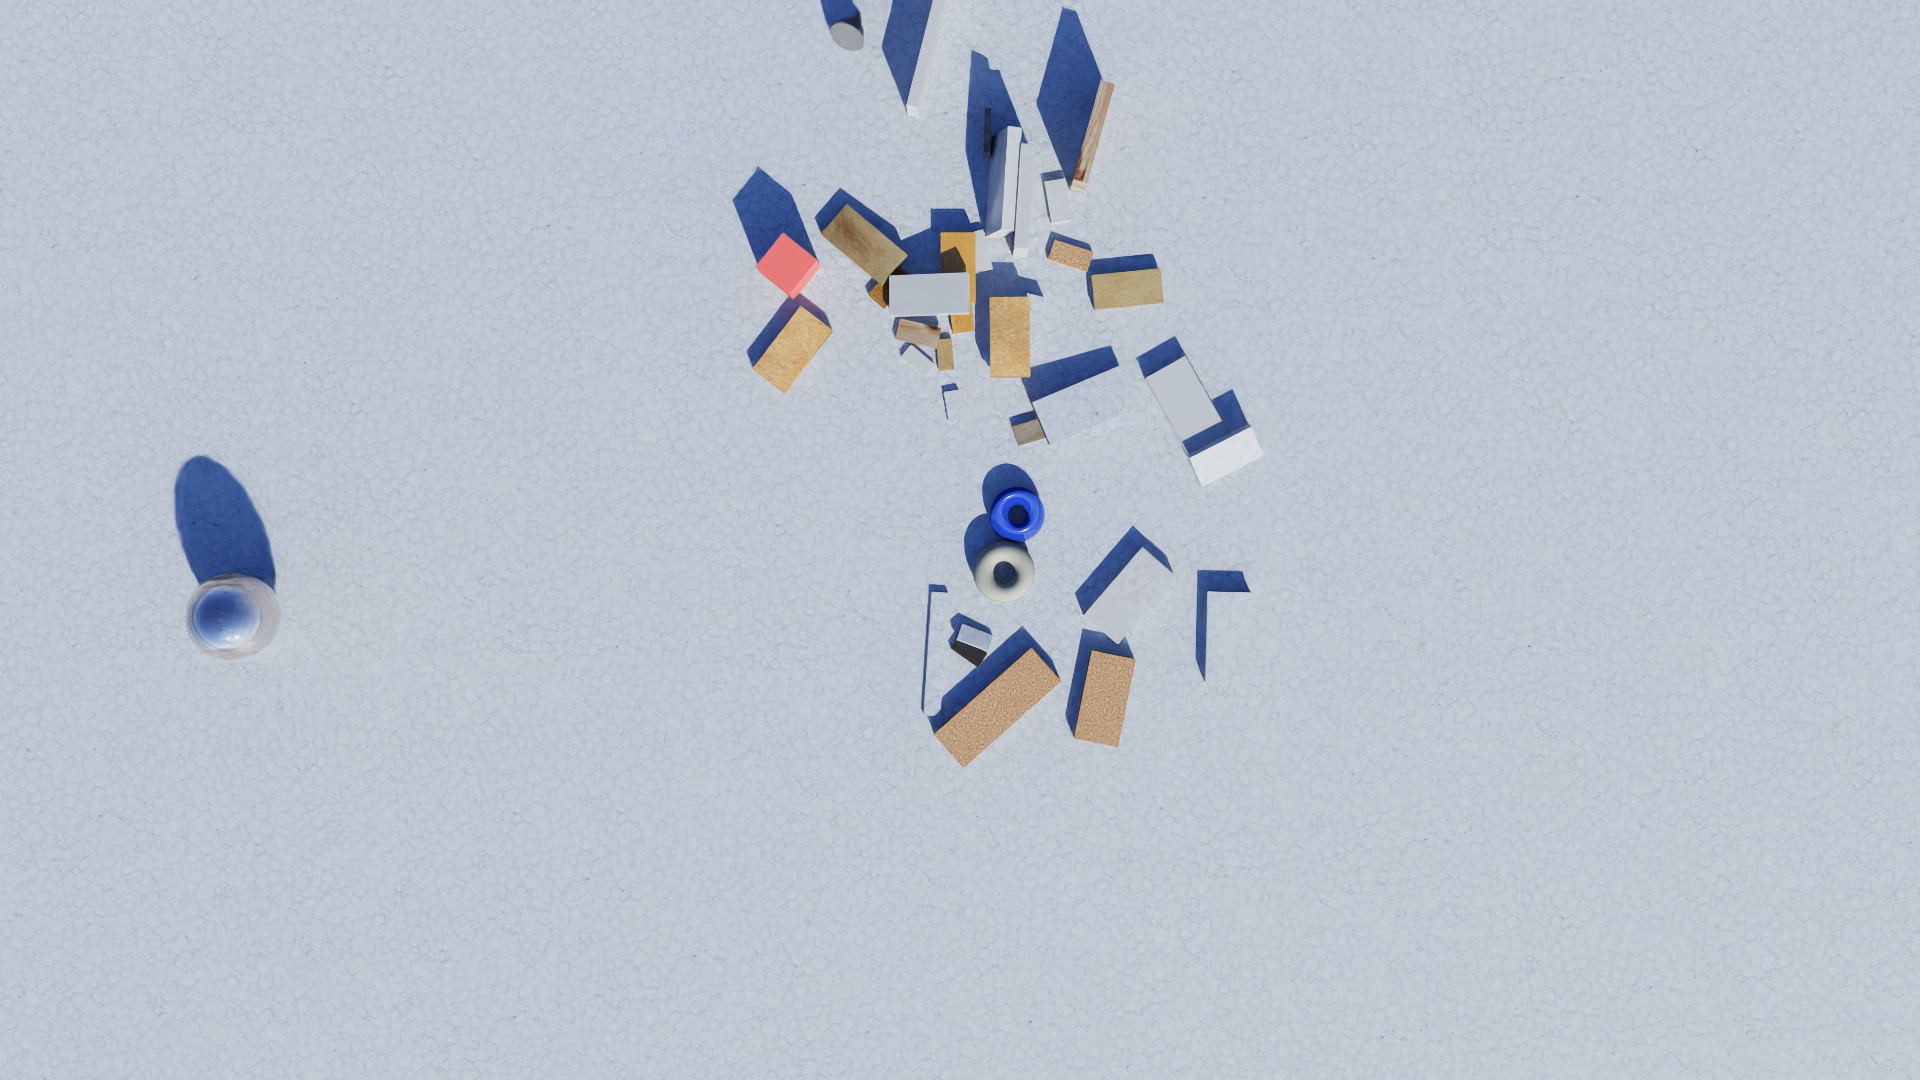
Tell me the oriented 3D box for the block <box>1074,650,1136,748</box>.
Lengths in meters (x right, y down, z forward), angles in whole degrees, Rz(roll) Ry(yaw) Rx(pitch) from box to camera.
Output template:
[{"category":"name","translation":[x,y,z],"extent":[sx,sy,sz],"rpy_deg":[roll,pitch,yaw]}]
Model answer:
[{"category":"block","translation":[0.480,0.526,5.479],"extent":[0.149,0.042,0.297],"rpy_deg":[11,90,0]}]

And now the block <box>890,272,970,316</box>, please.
[{"category":"block","translation":[-0.100,-0.808,5.435],"extent":[0.264,0.037,0.132],"rpy_deg":[0,90,12]}]

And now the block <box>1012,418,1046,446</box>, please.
[{"category":"block","translation":[0.249,-0.365,5.490],"extent":[0.136,0.019,0.068],"rpy_deg":[-17,90,0]}]

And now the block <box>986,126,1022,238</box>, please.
[{"category":"block","translation":[0.142,-1.171,5.413],"extent":[0.047,0.167,0.334],"rpy_deg":[4,90,-18]}]

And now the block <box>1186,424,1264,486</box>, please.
[{"category":"block","translation":[0.878,-0.281,5.462],"extent":[0.229,0.033,0.115],"rpy_deg":[-27,114,0]}]

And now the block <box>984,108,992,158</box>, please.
[{"category":"block","translation":[0.090,-1.349,5.464],"extent":[0.021,0.073,0.146],"rpy_deg":[2,90,0]}]

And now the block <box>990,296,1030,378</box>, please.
[{"category":"block","translation":[0.164,-0.669,5.444],"extent":[0.131,0.037,0.262],"rpy_deg":[-1,90,0]}]

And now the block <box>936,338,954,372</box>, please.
[{"category":"block","translation":[-0.049,-0.617,5.493],"extent":[0.052,0.015,0.103],"rpy_deg":[-5,90,0]}]

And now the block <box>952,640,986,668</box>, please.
[{"category":"block","translation":[0.030,0.370,5.492],"extent":[0.111,0.016,0.055],"rpy_deg":[35,90,0]}]

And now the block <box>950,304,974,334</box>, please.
[{"category":"block","translation":[-0.003,-0.822,5.490],"extent":[0.073,0.021,0.264],"rpy_deg":[-7,90,0]}]

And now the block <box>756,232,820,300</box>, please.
[{"category":"block","translation":[-0.564,-0.899,5.429],"extent":[0.142,0.142,0.142],"rpy_deg":[39,90,0]}]

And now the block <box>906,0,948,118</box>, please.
[{"category":"block","translation":[-0.093,-1.664,5.435],"extent":[0.037,0.131,0.519],"rpy_deg":[14,90,0]}]

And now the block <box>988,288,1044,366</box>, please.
[{"category":"block","translation":[0.186,-0.693,5.481],"extent":[0.131,0.037,0.262],"rpy_deg":[14,90,0]}]

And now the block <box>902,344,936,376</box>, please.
[{"category":"block","translation":[-0.140,-0.597,5.493],"extent":[0.103,0.015,0.052],"rpy_deg":[40,90,0]}]

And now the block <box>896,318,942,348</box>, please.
[{"category":"block","translation":[-0.138,-0.685,5.482],"extent":[0.140,0.020,0.070],"rpy_deg":[14,90,6]}]

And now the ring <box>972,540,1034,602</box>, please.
[{"category":"ring","translation":[0.146,0.105,5.467],"extent":[0.206,0.069,0.206],"rpy_deg":[0,91,-1]}]

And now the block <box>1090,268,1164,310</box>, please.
[{"category":"block","translation":[0.556,-0.833,5.484],"extent":[0.229,0.033,0.115],"rpy_deg":[-6,90,0]}]

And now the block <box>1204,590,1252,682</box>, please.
[{"category":"block","translation":[0.890,0.321,5.479],"extent":[0.149,0.042,0.298],"rpy_deg":[1,90,0]}]

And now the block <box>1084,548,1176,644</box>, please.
[{"category":"block","translation":[0.563,0.184,5.479],"extent":[0.149,0.042,0.297],"rpy_deg":[41,90,0]}]

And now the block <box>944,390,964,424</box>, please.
[{"category":"block","translation":[-0.020,-0.445,5.493],"extent":[0.052,0.015,0.103],"rpy_deg":[-10,90,0]}]

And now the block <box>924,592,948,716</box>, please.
[{"category":"block","translation":[-0.080,0.379,5.492],"extent":[0.055,0.016,0.412],"rpy_deg":[4,90,0]}]

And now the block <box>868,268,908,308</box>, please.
[{"category":"block","translation":[-0.233,-0.844,5.490],"extent":[0.070,0.020,0.140],"rpy_deg":[42,90,0]}]

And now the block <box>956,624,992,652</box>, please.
[{"category":"block","translation":[0.049,0.324,5.482],"extent":[0.111,0.016,0.055],"rpy_deg":[21,75,-4]}]

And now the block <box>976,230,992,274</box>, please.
[{"category":"block","translation":[0.060,-0.958,5.490],"extent":[0.068,0.019,0.136],"rpy_deg":[-14,90,0]}]

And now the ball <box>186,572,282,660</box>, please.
[{"category":"ball","translation":[-2.357,0.248,5.358],"extent":[0.283,0.283,0.283],"rpy_deg":[0,90,0]}]

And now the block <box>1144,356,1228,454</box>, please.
[{"category":"block","translation":[0.753,-0.444,5.479],"extent":[0.149,0.042,0.298],"rpy_deg":[-29,90,0]}]

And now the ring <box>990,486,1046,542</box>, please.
[{"category":"ring","translation":[0.191,-0.085,5.470],"extent":[0.184,0.061,0.184],"rpy_deg":[0,89,0]}]

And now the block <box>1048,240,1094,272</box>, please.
[{"category":"block","translation":[0.369,-0.945,5.490],"extent":[0.136,0.019,0.068],"rpy_deg":[18,90,0]}]

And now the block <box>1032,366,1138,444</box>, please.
[{"category":"block","translation":[0.412,-0.447,5.468],"extent":[0.319,0.042,0.149],"rpy_deg":[-23,90,-4]}]

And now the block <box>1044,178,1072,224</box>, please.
[{"category":"block","translation":[0.327,-1.127,5.490],"extent":[0.070,0.020,0.140],"rpy_deg":[-10,90,0]}]

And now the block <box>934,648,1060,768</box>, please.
[{"category":"block","translation":[0.124,0.556,5.479],"extent":[0.433,0.042,0.149],"rpy_deg":[-42,90,0]}]

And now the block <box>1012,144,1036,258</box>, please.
[{"category":"block","translation":[0.210,-1.112,5.417],"extent":[0.047,0.167,0.339],"rpy_deg":[4,90,0]}]

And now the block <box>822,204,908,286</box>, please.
[{"category":"block","translation":[-0.317,-0.977,5.471],"extent":[0.264,0.037,0.132],"rpy_deg":[40,90,5]}]

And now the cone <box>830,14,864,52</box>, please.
[{"category":"cone","translation":[-0.351,-1.710,5.473],"extent":[0.120,0.120,0.120],"rpy_deg":[22,63,0]}]

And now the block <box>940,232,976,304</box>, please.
[{"category":"block","translation":[-0.006,-0.900,5.463],"extent":[0.115,0.033,0.230],"rpy_deg":[0,90,0]}]

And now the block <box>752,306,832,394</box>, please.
[{"category":"block","translation":[-0.556,-0.631,5.481],"extent":[0.132,0.037,0.264],"rpy_deg":[38,90,0]}]

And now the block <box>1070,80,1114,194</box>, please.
[{"category":"block","translation":[0.434,-1.320,5.417],"extent":[0.047,0.167,0.334],"rpy_deg":[15,90,0]}]
